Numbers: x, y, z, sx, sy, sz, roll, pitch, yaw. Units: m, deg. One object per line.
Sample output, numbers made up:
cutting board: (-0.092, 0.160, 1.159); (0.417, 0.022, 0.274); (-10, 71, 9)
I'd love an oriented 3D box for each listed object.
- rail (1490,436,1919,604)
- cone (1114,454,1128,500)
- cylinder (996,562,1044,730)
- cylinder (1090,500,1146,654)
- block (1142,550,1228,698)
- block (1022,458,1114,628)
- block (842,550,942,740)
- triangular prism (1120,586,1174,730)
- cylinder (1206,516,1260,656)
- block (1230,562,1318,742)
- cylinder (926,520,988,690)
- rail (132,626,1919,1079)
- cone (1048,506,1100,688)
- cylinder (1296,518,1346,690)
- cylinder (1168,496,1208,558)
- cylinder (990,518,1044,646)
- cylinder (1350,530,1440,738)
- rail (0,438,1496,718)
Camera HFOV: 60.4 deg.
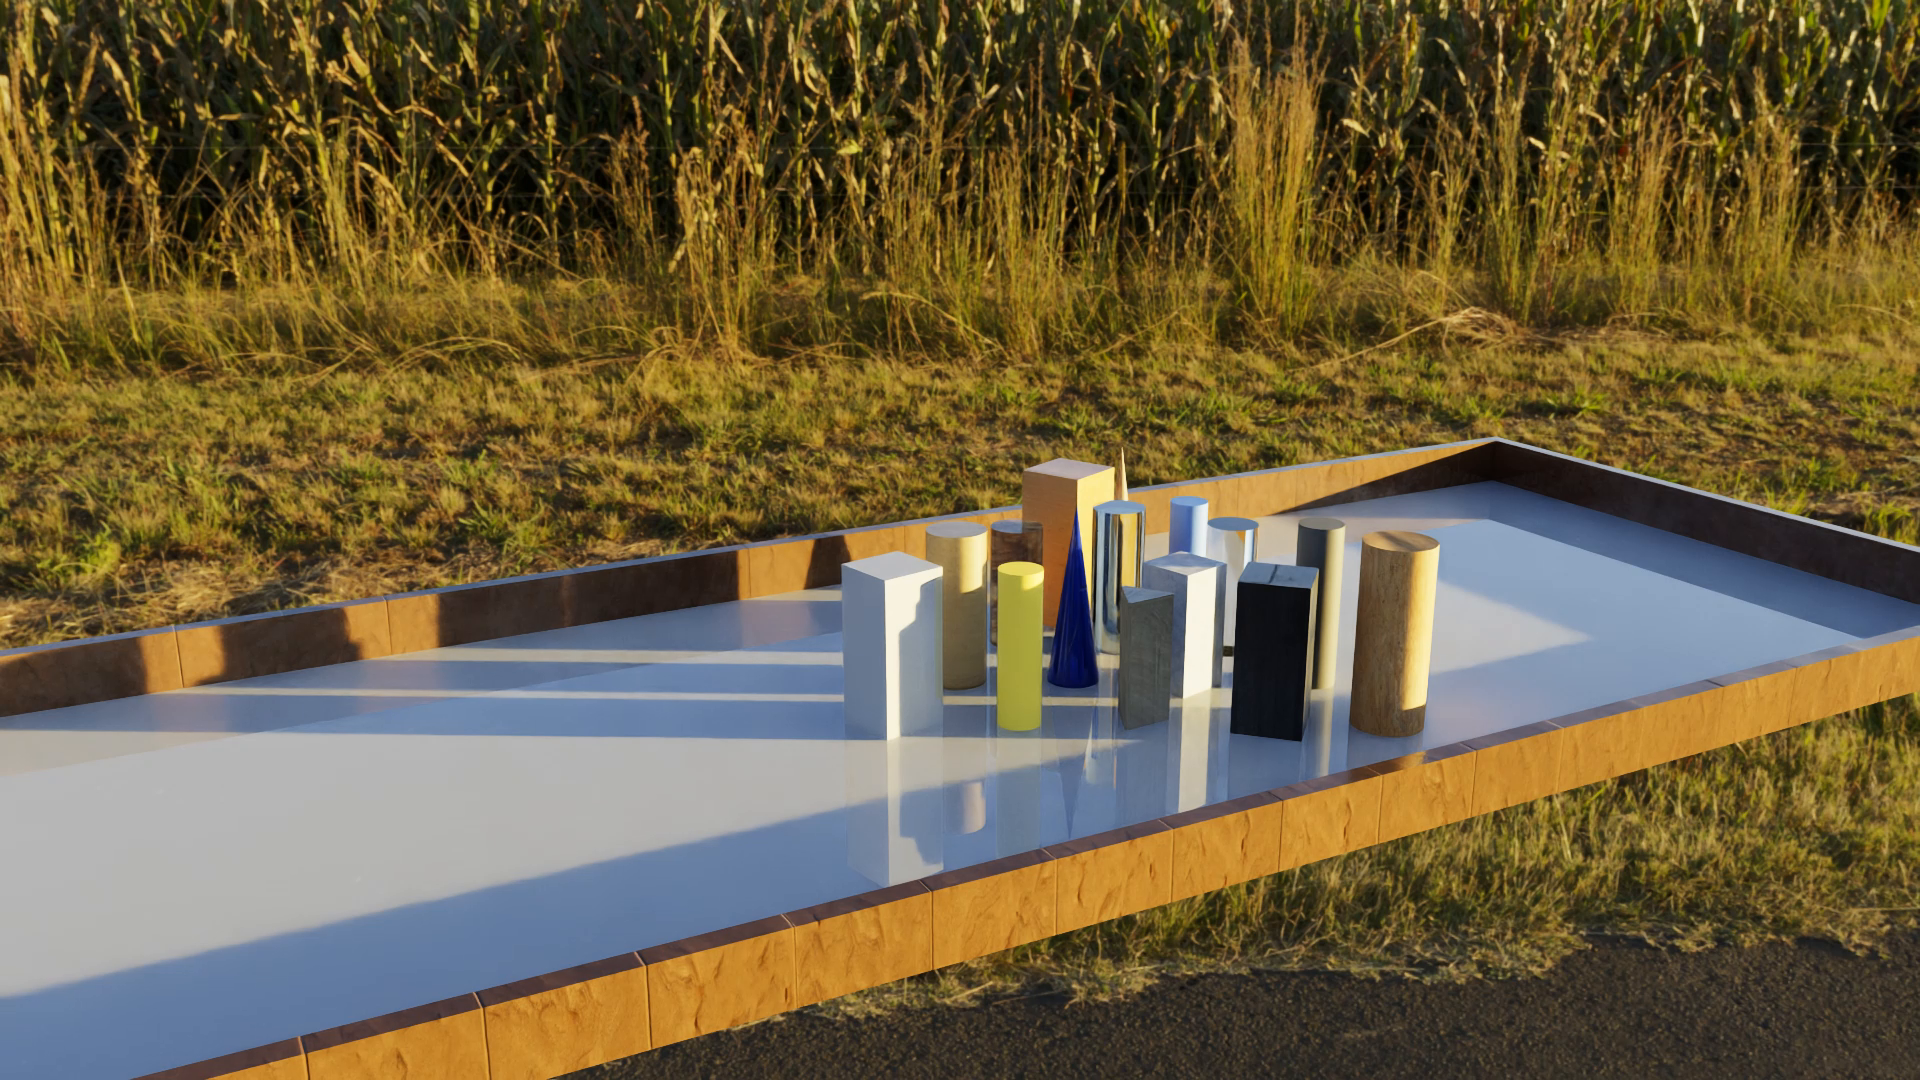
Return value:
rail: (2.466, -0.048, 5.253); (0.050, 0.150, 2.100); (-9, 18, -27)
cone: (0.467, -0.064, 4.808); (0.117, 0.431, 0.117); (0, 16, 0)
cylinder: (0.139, 0.248, 3.839); (0.106, 0.380, 0.106); (0, 16, 0)
cylinder: (0.414, 0.098, 4.342); (0.139, 0.383, 0.139); (0, 16, 0)
block: (0.551, 0.208, 4.089); (0.146, 0.315, 0.146); (-14, 22, -40)
block: (0.296, 0.011, 4.557); (0.180, 0.429, 0.180); (12, 20, 36)
block: (-0.157, 0.243, 3.846); (0.166, 0.385, 0.166); (-13, 21, -38)
triangular prism: (0.412, 0.270, 3.880); (0.128, 0.313, 0.111); (-10, 19, -31)
cylinder: (0.709, 0.122, 4.332); (0.135, 0.342, 0.135); (0, 16, 0)
block: (0.730, 0.256, 3.828); (0.164, 0.369, 0.164); (5, 17, 17)
cylinder: (-0.009, 0.162, 4.105); (0.152, 0.394, 0.152); (0, 16, 0)
rail: (-2.336, 1.006, 1.665); (12.000, 0.150, 0.050); (-9, 18, -27)
cone: (0.286, 0.131, 4.098); (0.132, 0.457, 0.132); (0, 16, 0)
cylinder: (0.884, 0.157, 4.089); (0.113, 0.412, 0.113); (0, 16, 0)
cylinder: (0.630, 0.053, 4.580); (0.103, 0.335, 0.103); (0, 16, 0)
cylinder: (0.150, 0.117, 4.389); (0.139, 0.321, 0.139); (0, 16, 0)
cylinder: (1.005, 0.217, 3.825); (0.171, 0.447, 0.171); (0, 16, 0)
rail: (-3.305, 0.497, 3.399); (12.000, 0.150, 0.050); (-9, 18, -27)
